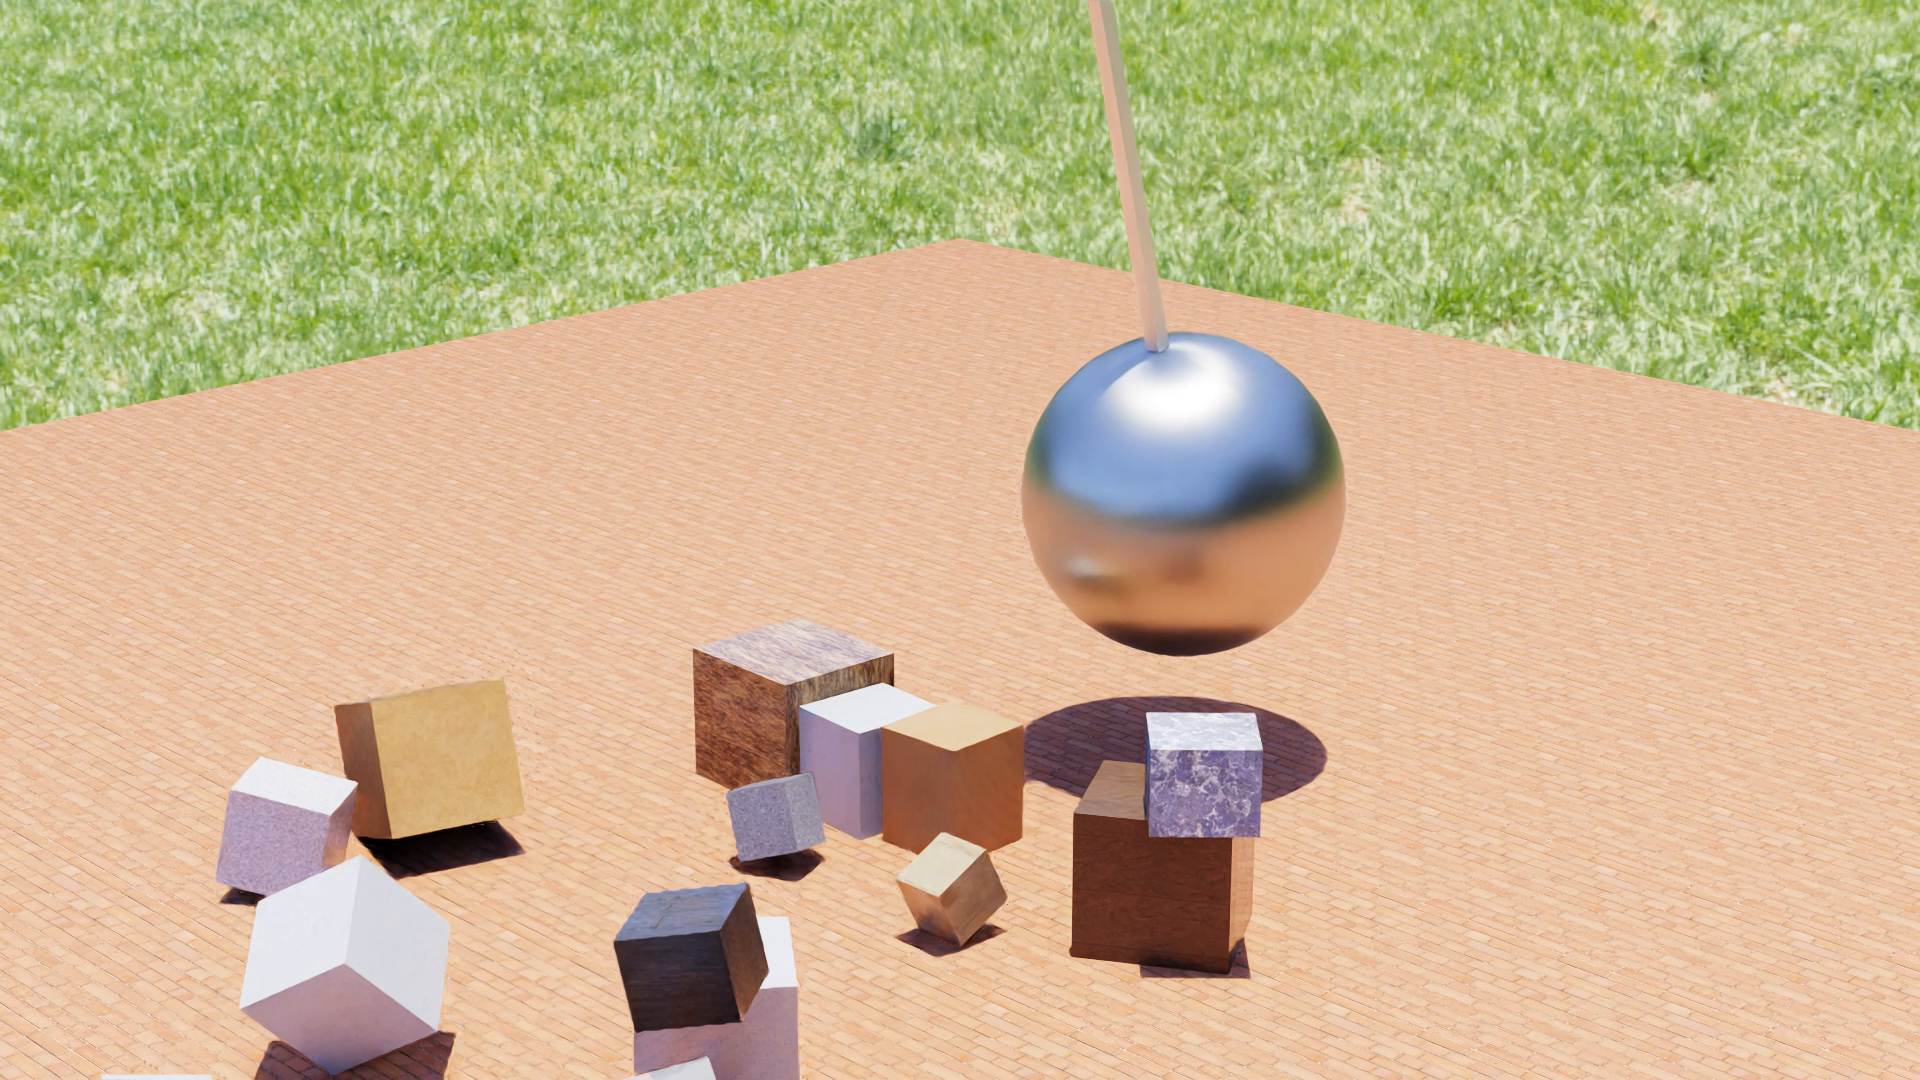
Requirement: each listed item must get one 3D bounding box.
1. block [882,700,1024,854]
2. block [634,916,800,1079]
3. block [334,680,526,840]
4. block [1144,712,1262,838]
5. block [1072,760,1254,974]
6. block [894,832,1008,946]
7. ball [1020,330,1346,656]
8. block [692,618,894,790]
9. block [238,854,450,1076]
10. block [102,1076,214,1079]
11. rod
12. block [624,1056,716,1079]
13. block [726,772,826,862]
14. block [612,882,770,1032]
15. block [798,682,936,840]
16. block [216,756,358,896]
[{"bbox_3d":[-0.034,1.140,13.756,0.465,0.576,0.472,16,23,40],"label":"block"},{"bbox_3d":[-0.962,1.871,11.473,0.625,0.550,0.635,-2,18,-6],"label":"block"},{"bbox_3d":[-2.489,1.025,13.743,0.642,0.630,0.632,-9,0,-27],"label":"block"},{"bbox_3d":[1.019,0.985,12.325,0.461,0.389,0.427,0,17,1],"label":"block"},{"bbox_3d":[0.890,1.412,12.734,0.683,0.670,0.626,5,18,14],"label":"block"},{"bbox_3d":[-0.036,1.516,12.762,0.279,0.299,0.315,17,49,45],"label":"block"},{"bbox_3d":[1.095,-0.227,14.419,1.600,1.600,1.600,0,17,0],"label":"ball"},{"bbox_3d":[-0.819,0.860,14.497,0.686,0.667,0.724,-15,23,-40],"label":"block"},{"bbox_3d":[-2.408,1.672,11.517,0.533,0.543,0.517,-25,41,22],"label":"block"},{"bbox_3d":[-2.875,2.177,10.543,0.393,0.362,0.385,0,57,0],"label":"block"},{"bbox_3d":[0.475,-3.174,12.842,0.080,5.200,0.080,17,39,42],"label":"rod"},{"bbox_3d":[-1.210,2.197,9.780,0.701,0.621,0.721,-20,-2,31],"label":"block"},{"bbox_3d":[-0.849,1.277,13.518,0.307,0.326,0.292,-12,-1,23],"label":"block"},{"bbox_3d":[-0.989,1.541,10.841,0.410,0.368,0.412,-8,16,14],"label":"block"},{"bbox_3d":[-0.424,1.057,14.079,0.515,0.540,0.466,-14,22,-38],"label":"block"},{"bbox_3d":[-3.031,1.316,13.214,0.464,0.465,0.394,14,18,3],"label":"block"}]
